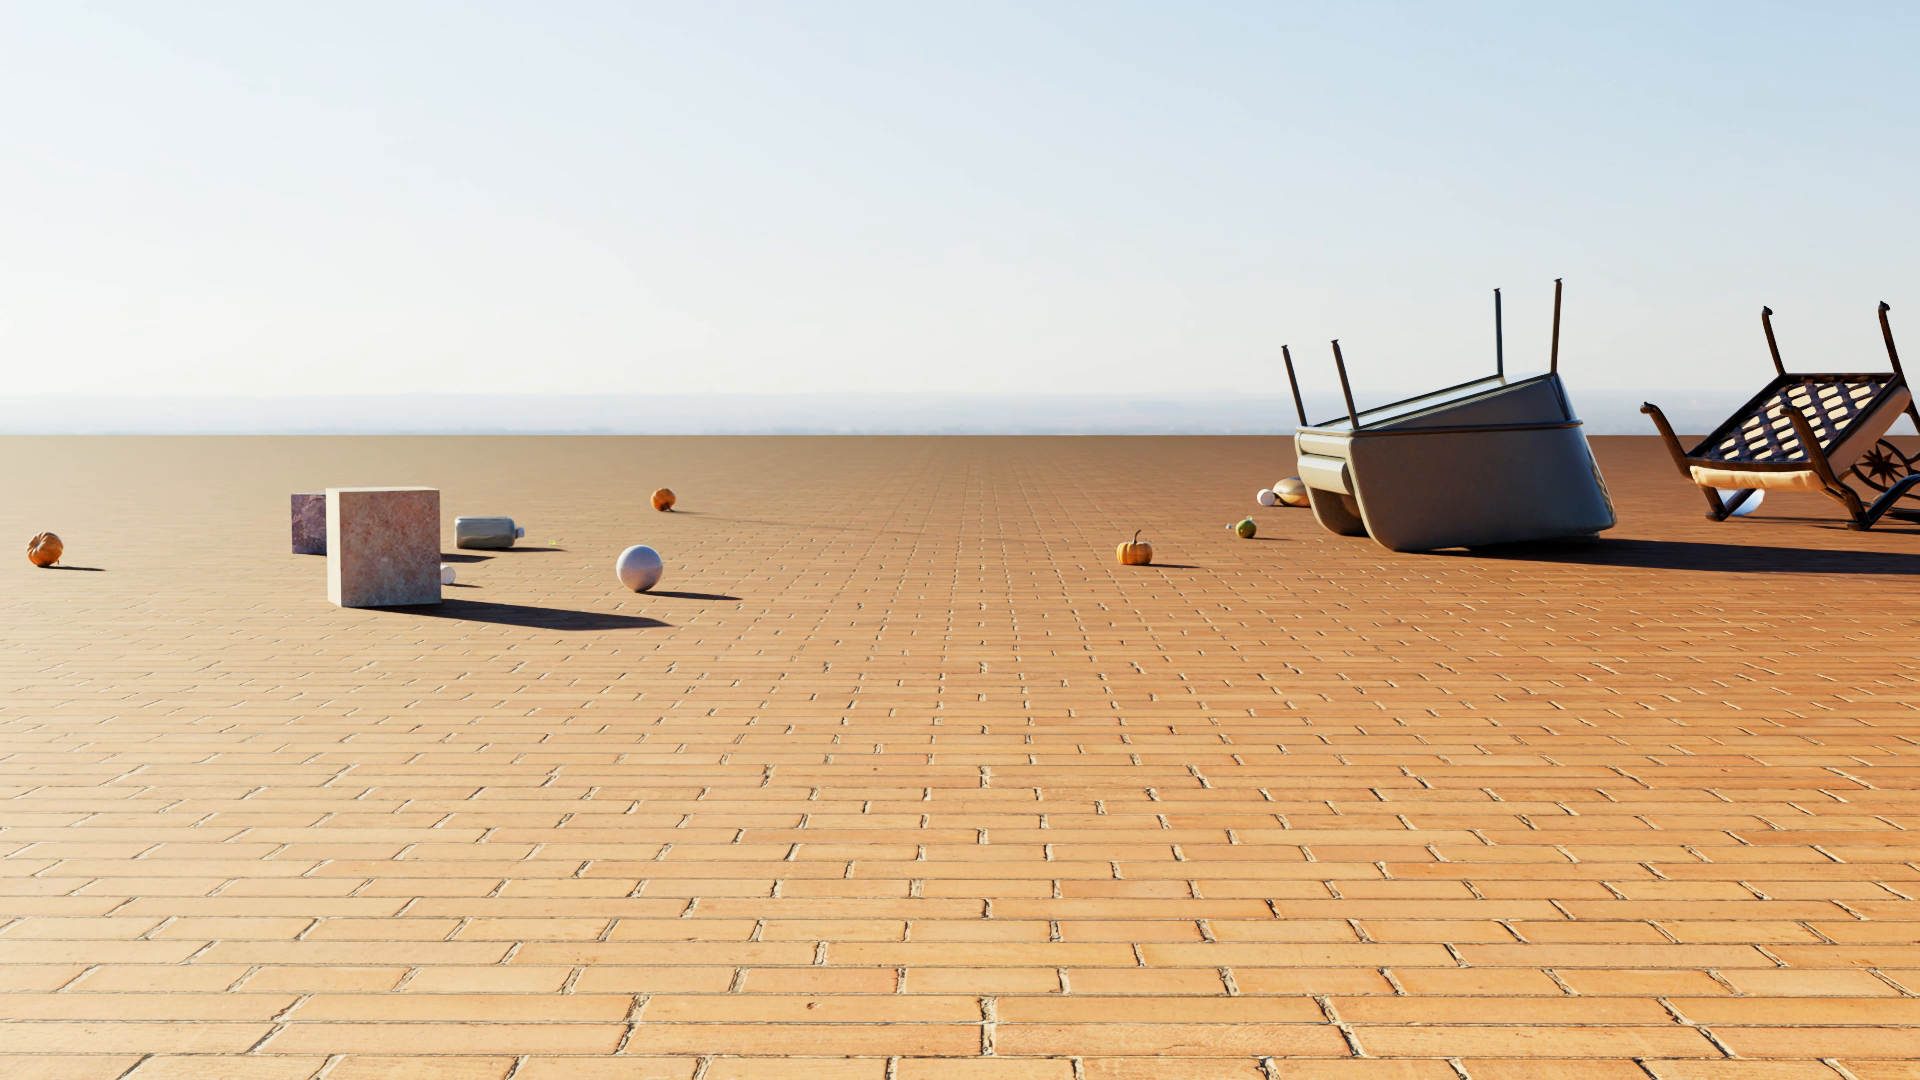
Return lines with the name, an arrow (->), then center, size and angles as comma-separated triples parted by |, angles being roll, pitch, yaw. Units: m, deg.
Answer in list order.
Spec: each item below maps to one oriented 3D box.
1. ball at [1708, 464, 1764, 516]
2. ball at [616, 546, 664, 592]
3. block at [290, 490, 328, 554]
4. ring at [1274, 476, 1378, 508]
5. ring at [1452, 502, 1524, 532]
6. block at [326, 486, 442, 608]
ball -> 2.744, -0.177, 7.769 | 0.186, 0.186, 0.186 | 0, 4, 0
ball -> -0.710, 0.063, 4.878 | 0.103, 0.103, 0.103 | 0, 4, 0
block -> -1.717, -0.050, 6.091 | 0.200, 0.162, 0.193 | 0, 4, 5
ring -> 1.402, -0.183, 8.451 | 0.373, 0.105, 0.441 | -3, 5, -25
ring -> 1.674, -0.072, 6.974 | 0.161, 0.088, 0.249 | -5, 5, -37
block -> -1.216, 0.012, 4.638 | 0.206, 0.238, 0.159 | -2, 4, -25
